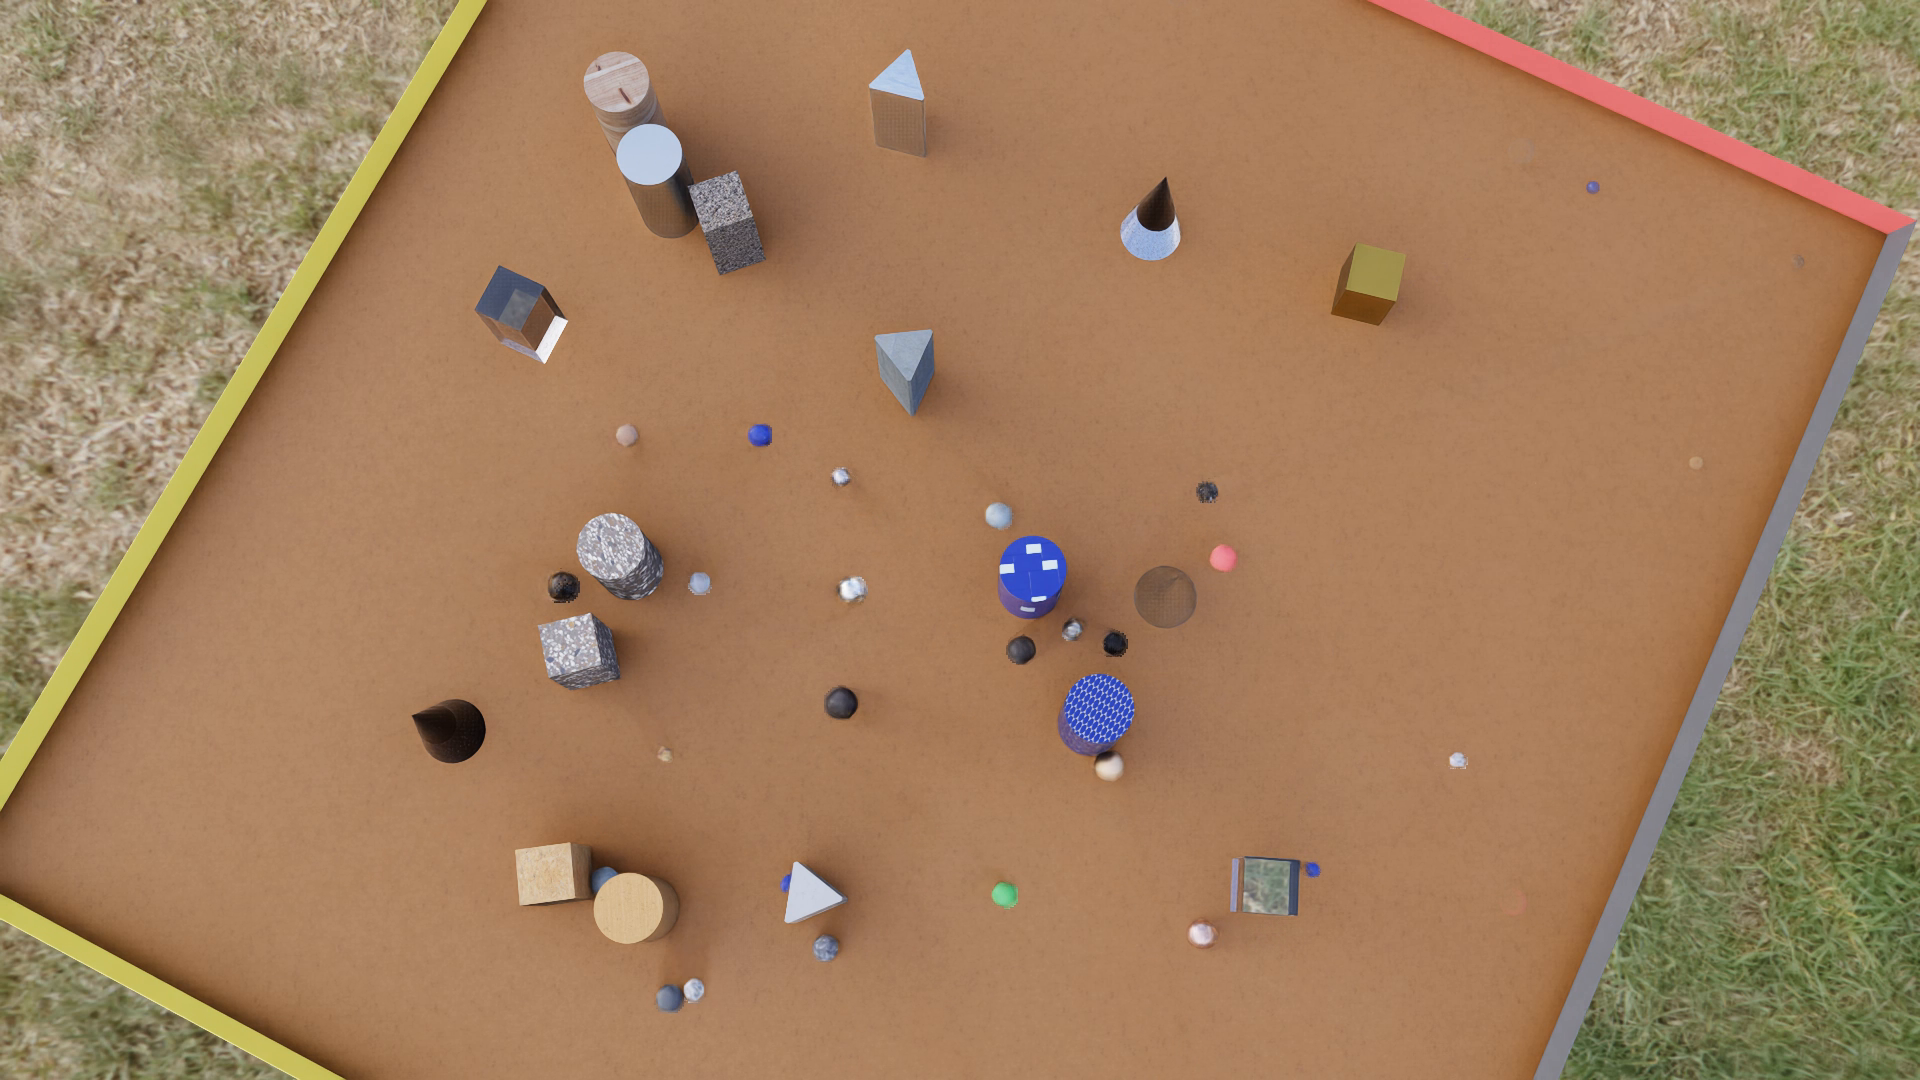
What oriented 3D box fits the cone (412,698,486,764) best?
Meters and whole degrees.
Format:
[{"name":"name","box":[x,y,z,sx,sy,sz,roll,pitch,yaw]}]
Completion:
[{"name":"cone","box":[-1.520,0.530,5.287,0.193,0.430,0.193,0,78,0]}]

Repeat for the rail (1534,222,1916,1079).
[{"name":"rail","box":[1.956,0.964,5.352,0.045,0.126,4.465,26,80,5]}]

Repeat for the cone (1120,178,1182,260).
[{"name":"cone","box":[0.606,-1.024,5.601,0.193,0.445,0.193,0,78,0]}]

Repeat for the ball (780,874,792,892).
[{"name":"ball","box":[-0.500,1.009,5.381,0.053,0.053,0.053,0,78,0]}]

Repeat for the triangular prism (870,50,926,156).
[{"name":"triangular prism","box":[-0.172,-1.359,5.683,0.167,0.421,0.145,14,79,3]}]

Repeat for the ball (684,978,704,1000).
[{"name":"ball","box":[-0.772,1.304,5.316,0.061,0.061,0.061,0,78,0]}]

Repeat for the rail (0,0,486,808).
[{"name":"rail","box":[-1.956,-0.951,5.748,0.045,0.126,4.465,26,80,5]}]

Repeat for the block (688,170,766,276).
[{"name":"block","box":[-0.712,-0.969,5.629,0.155,0.368,0.155,-19,79,-4]}]

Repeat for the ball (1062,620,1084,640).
[{"name":"ball","box":[0.341,0.269,5.530,0.061,0.061,0.061,0,78,0]}]

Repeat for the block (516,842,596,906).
[{"name":"block","box":[-1.161,0.964,5.270,0.155,0.288,0.155,-7,78,-2]}]

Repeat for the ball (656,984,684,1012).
[{"name":"ball","box":[-0.840,1.325,5.303,0.077,0.077,0.077,0,78,0]}]

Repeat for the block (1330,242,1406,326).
[{"name":"block","box":[1.260,-0.788,5.660,0.155,0.233,0.155,14,79,3]}]

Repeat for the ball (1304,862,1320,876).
[{"name":"ball","box":[1.037,0.968,5.395,0.041,0.041,0.041,0,78,0]}]

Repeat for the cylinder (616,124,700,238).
[{"name":"cylinder","box":[-0.917,-1.095,5.622,0.193,0.433,0.193,0,78,0]}]

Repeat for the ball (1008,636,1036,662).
[{"name":"ball","box":[0.187,0.328,5.507,0.082,0.082,0.082,0,78,0]}]

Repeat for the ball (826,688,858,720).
[{"name":"ball","box":[-0.353,0.488,5.466,0.097,0.097,0.097,0,78,0]}]

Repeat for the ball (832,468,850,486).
[{"name":"ball","box":[-0.365,-0.193,5.628,0.057,0.057,0.057,0,78,0]}]

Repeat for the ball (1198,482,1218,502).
[{"name":"ball","box":[0.761,-0.148,5.617,0.059,0.059,0.059,0,78,0]}]

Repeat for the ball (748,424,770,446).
[{"name":"ball","box":[-0.619,-0.323,5.648,0.070,0.070,0.070,0,78,0]}]

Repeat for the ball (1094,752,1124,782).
[{"name":"ball","box":[0.442,0.671,5.432,0.090,0.090,0.090,0,78,0]}]

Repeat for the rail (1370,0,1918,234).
[{"name":"rail","box":[0.988,-1.928,5.950,4.420,0.126,0.045,26,80,5]}]

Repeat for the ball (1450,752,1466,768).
[{"name":"ball","box":[1.482,0.656,5.458,0.045,0.045,0.045,0,78,0]}]

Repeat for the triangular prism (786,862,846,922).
[{"name":"triangular prism","box":[-0.434,0.996,5.262,0.167,0.290,0.145,-22,79,-4]}]

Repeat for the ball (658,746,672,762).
[{"name":"ball","box":[-0.879,0.639,5.462,0.045,0.045,0.045,0,78,0]}]

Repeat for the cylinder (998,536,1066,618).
[{"name":"cylinder","box":[0.211,0.114,5.433,0.193,0.313,0.193,0,78,0]}]

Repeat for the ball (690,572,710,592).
[{"name":"ball","box":[-0.789,0.128,5.558,0.062,0.062,0.062,0,78,0]}]

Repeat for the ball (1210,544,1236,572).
[{"name":"ball","box":[0.799,0.055,5.564,0.080,0.080,0.080,0,78,0]}]

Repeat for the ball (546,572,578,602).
[{"name":"ball","box":[-1.203,0.140,5.542,0.090,0.090,0.090,0,78,0]}]

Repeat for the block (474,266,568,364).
[{"name":"block","box":[-1.335,-0.685,5.592,0.155,0.325,0.155,25,79,5]}]

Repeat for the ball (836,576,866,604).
[{"name":"ball","box":[-0.330,0.151,5.541,0.086,0.086,0.086,0,78,0]}]

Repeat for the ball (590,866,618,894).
[{"name":"ball","box":[-1.038,1.000,5.366,0.086,0.086,0.086,0,78,0]}]

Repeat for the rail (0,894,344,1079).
[{"name":"rail","box":[-0.988,1.941,5.150,4.420,0.126,0.045,26,80,5]}]

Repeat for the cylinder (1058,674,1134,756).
[{"name":"cylinder","box":[0.389,0.510,5.304,0.193,0.406,0.193,0,78,0]}]

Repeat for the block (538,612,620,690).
[{"name":"block","box":[-1.116,0.332,5.392,0.155,0.306,0.155,-14,79,-3]}]

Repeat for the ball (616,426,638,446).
[{"name":"ball","box":[-1.027,-0.322,5.650,0.064,0.064,0.064,0,78,0]}]

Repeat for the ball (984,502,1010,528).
[{"name":"ball","box":[0.116,-0.076,5.592,0.080,0.080,0.080,0,78,0]}]

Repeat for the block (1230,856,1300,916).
[{"name":"block","box":[0.877,0.999,5.284,0.155,0.247,0.155,4,78,1]}]

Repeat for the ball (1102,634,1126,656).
[{"name":"ball","box":[0.464,0.314,5.517,0.068,0.068,0.068,0,78,0]}]

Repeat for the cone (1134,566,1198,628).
[{"name":"cone","box":[0.626,0.139,5.410,0.193,0.347,0.193,0,78,0]}]

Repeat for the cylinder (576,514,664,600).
[{"name":"cylinder","box":[-1.002,0.053,5.425,0.193,0.353,0.193,0,78,0]}]

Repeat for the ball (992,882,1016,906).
[{"name":"ball","box":[0.129,1.037,5.366,0.070,0.070,0.070,0,78,0]}]

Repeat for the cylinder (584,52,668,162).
[{"name":"cylinder","box":[-1.015,-1.307,5.646,0.193,0.472,0.193,0,78,0]}]

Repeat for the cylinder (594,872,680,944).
[{"name":"cylinder","box":[-0.923,1.055,5.246,0.193,0.299,0.193,0,78,0]}]

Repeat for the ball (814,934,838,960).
[{"name":"ball","box":[-0.390,1.186,5.333,0.074,0.074,0.074,0,78,0]}]

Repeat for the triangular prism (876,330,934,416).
[{"name":"triangular prism","box":[-0.139,-0.530,5.527,0.145,0.390,0.167,-36,81,-7]}]

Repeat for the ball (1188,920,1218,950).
[{"name":"ball","box":[0.706,1.148,5.336,0.085,0.085,0.085,0,78,0]}]
